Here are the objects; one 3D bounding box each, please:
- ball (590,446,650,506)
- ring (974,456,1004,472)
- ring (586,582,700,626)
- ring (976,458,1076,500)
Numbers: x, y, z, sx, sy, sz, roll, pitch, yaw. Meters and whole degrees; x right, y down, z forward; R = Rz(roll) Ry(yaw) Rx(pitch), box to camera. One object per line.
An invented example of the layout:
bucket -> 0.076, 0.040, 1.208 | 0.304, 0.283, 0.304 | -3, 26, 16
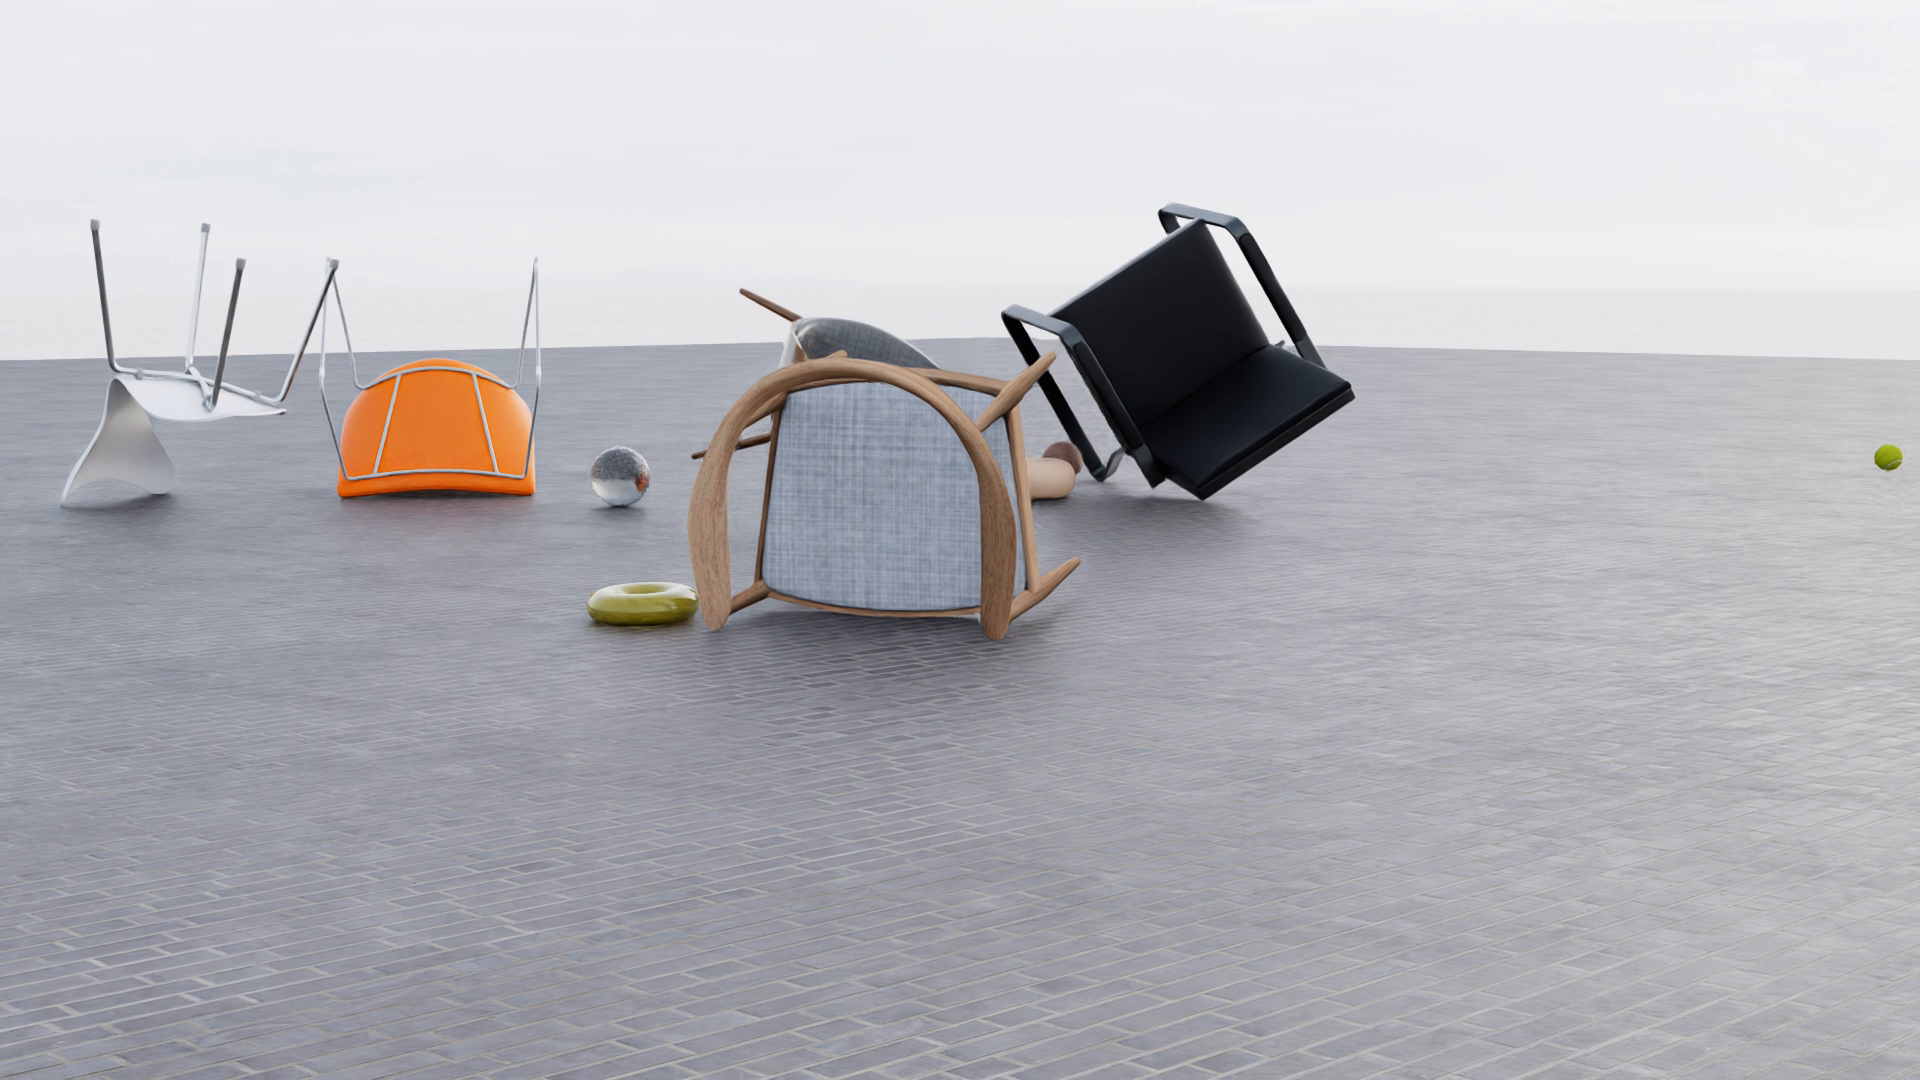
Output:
ball -> -0.973, -0.181, 7.342 | 0.170, 0.170, 0.170 | 0, 6, 0
ring -> 0.118, -0.248, 8.585 | 0.142, 0.048, 0.259 | 2, 7, 12
ring -> -0.606, 0.123, 4.920 | 0.216, 0.062, 0.261 | -1, 7, 3
ring -> 0.195, -0.183, 7.640 | 0.288, 0.114, 0.333 | 2, 5, 33
